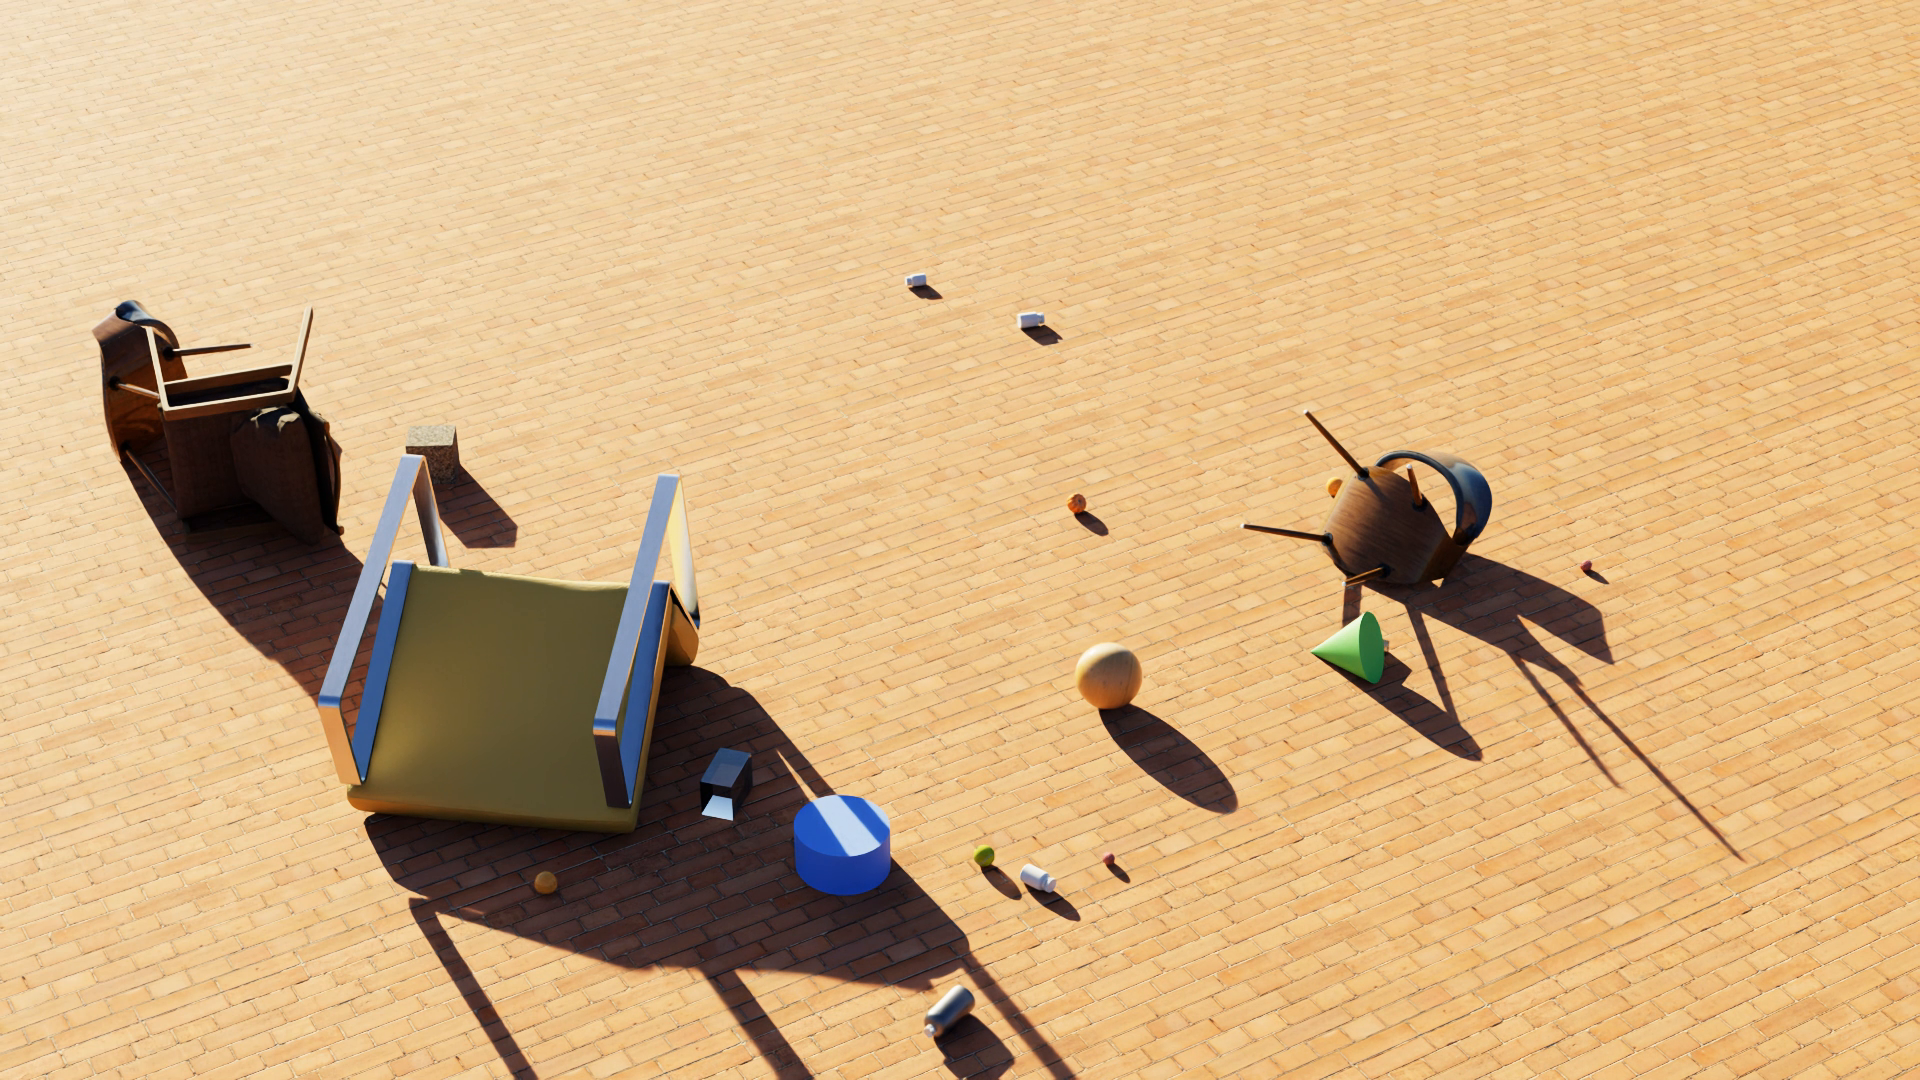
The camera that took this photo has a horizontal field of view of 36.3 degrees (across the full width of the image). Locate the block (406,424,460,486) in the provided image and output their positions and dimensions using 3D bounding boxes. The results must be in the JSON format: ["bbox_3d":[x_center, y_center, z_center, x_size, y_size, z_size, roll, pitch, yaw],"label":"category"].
[{"bbox_3d":[-2.028,-0.327,11.281,0.177,0.176,0.149,-1,33,-2],"label":"block"}]

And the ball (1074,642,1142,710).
[{"bbox_3d":[0.509,0.465,10.029,0.232,0.232,0.232,0,33,0],"label":"ball"}]

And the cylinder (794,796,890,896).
[{"bbox_3d":[-0.374,0.969,9.330,0.298,0.157,0.318,-25,41,-33],"label":"cylinder"}]

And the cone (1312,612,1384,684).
[{"bbox_3d":[1.331,0.384,10.262,0.256,0.251,0.159,-6,-1,40],"label":"cone"}]

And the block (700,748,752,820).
[{"bbox_3d":[-0.765,0.799,9.608,0.109,0.136,0.189,9,35,14],"label":"block"}]

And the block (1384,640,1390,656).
[{"bbox_3d":[1.458,0.391,10.310,0.066,0.045,0.105,17,37,24],"label":"block"}]
